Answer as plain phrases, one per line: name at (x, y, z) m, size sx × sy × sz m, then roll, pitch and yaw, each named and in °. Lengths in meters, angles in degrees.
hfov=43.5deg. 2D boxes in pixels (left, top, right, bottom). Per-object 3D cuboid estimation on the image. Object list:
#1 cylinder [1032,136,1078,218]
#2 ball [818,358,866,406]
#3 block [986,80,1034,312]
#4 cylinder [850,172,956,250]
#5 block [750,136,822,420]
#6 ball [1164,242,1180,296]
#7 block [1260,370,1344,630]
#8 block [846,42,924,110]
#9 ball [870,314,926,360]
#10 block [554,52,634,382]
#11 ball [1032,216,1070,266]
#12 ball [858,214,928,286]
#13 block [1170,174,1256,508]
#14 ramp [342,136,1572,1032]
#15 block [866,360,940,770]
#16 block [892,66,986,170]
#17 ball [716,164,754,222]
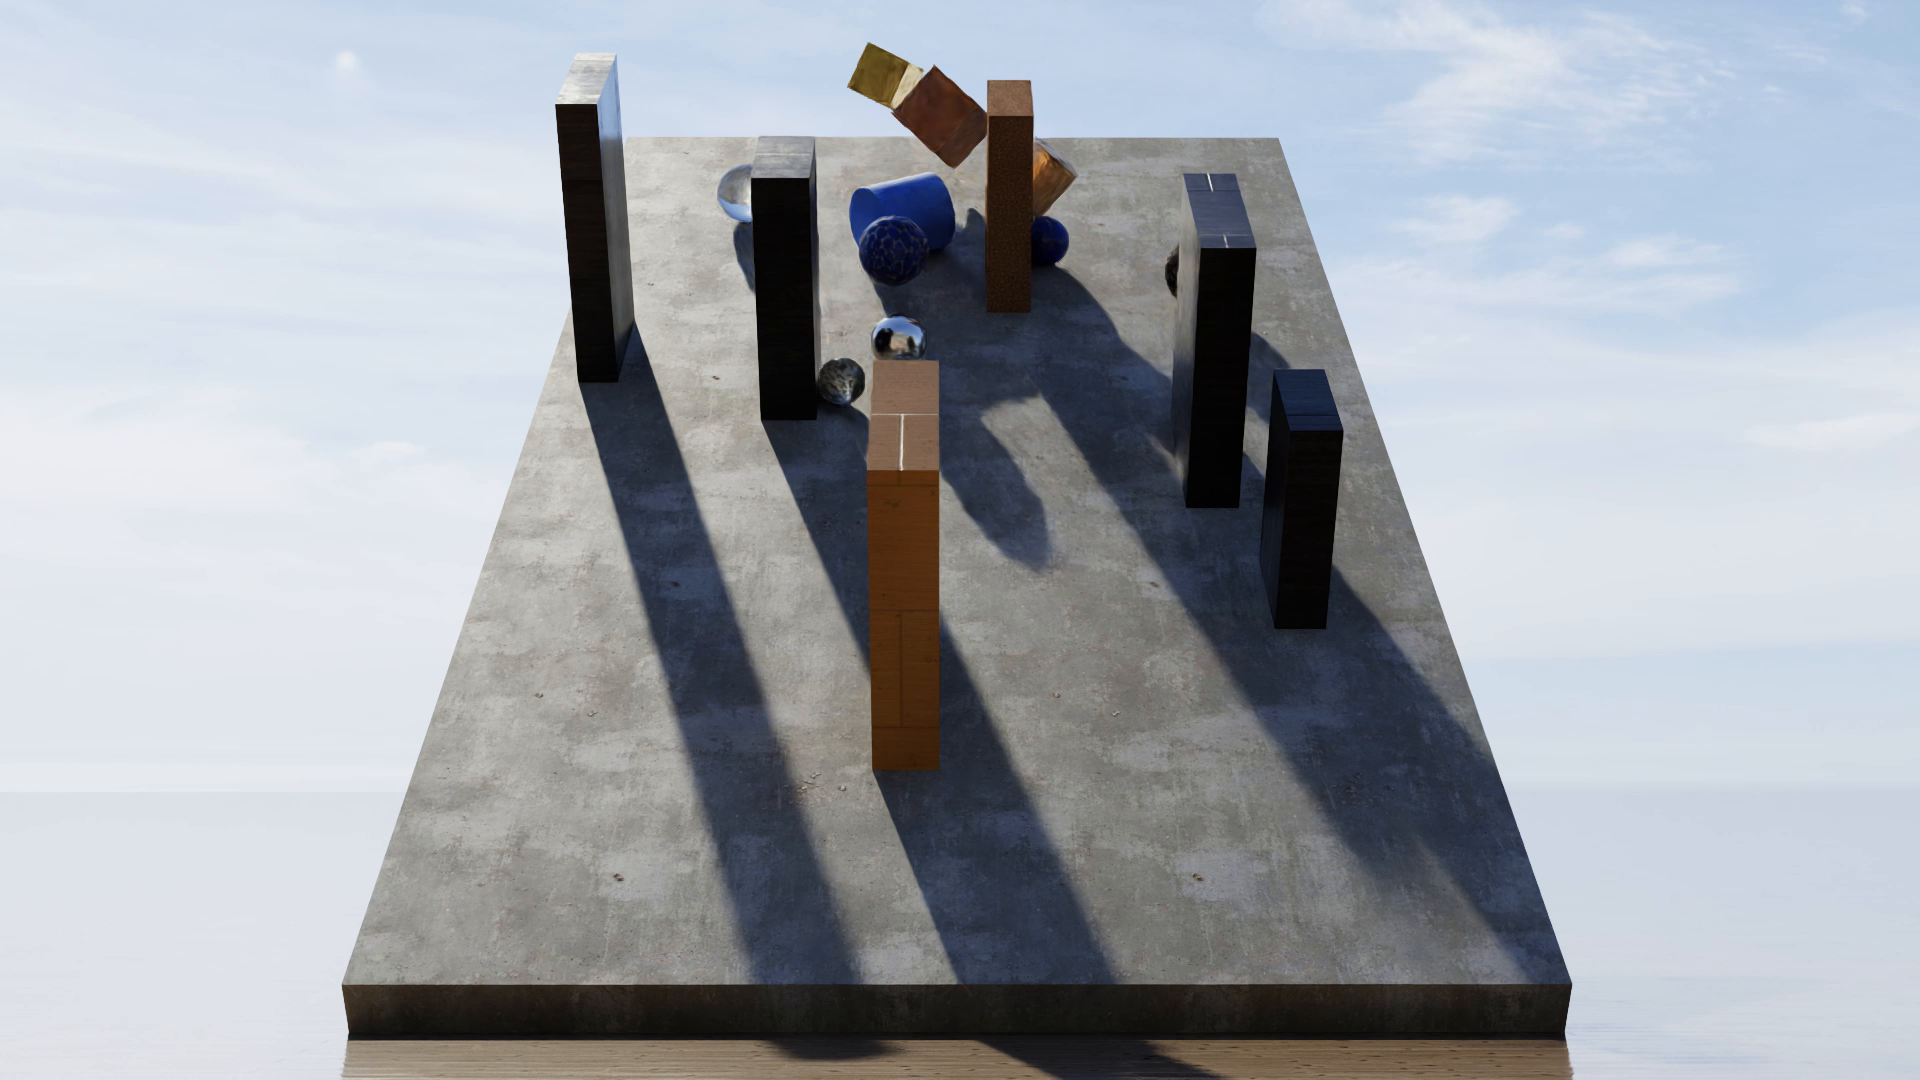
cylinder at (0.211, -0.981, 6.517) m, size 0.156 × 0.156 × 0.156 m, roll -47°, pitch -22°, yaw 14°
ball at (-0.282, -0.379, 5.743) m, size 0.115 × 0.115 × 0.115 m, roll 0°, pitch -6°, yaw 0°
block at (0.126, -0.890, 6.232) m, size 0.113 × 0.533 × 0.276 m, roll 0°, pitch 29°, yaw 0°
cylinder at (-0.157, -0.875, 6.534) m, size 0.208 × 0.208 × 0.208 m, roll -18°, pitch 3°, yaw -29°
block at (-0.405, -0.615, 5.664) m, size 0.132 × 0.607 × 0.275 m, roll 0°, pitch 29°, yaw 0°
ball at (0.628, -0.697, 6.241) m, size 0.191 × 0.191 × 0.191 m, roll 0°, pitch -6°, yaw 0°
block at (0.690, -0.084, 4.886) m, size 0.104 × 0.450 × 0.277 m, roll 0°, pitch 29°, yaw 0°
block at (-0.220, -1.377, 7.175) m, size 0.146 × 0.146 × 0.146 m, roll 29°, pitch 10°, yaw 14°
ball at (-0.151, -0.485, 5.912) m, size 0.139 × 0.139 × 0.139 m, roll 0°, pitch -6°, yaw 0°
block at (-0.884, -0.785, 5.860) m, size 0.097 × 0.708 × 0.374 m, roll 0°, pitch 29°, yaw 0°
ball at (0.229, -0.807, 6.492) m, size 0.134 × 0.134 × 0.134 m, roll 0°, pitch -6°, yaw 0°
ball at (-0.169, -0.734, 6.104) m, size 0.179 × 0.179 × 0.179 m, roll 0°, pitch -6°, yaw 0°
block at (0.559, -0.446, 5.358) m, size 0.117 × 0.618 × 0.433 m, roll 0°, pitch 29°, yaw 0°
ramp at (-0.013, -0.215, 5.676) m, size 2.000 × 0.100 × 4.000 m, roll 0°, pitch 29°, yaw 0°
block at (-0.100, 0.044, 4.477) m, size 0.124 × 0.624 × 0.443 m, roll 0°, pitch 29°, yaw 0°
block at (-0.045, -1.219, 6.958) m, size 0.185 × 0.185 × 0.185 m, roll 45°, pitch 7°, yaw 17°
ball at (-0.601, -0.974, 6.755) m, size 0.162 × 0.162 × 0.162 m, roll 0°, pitch -6°, yaw 0°
